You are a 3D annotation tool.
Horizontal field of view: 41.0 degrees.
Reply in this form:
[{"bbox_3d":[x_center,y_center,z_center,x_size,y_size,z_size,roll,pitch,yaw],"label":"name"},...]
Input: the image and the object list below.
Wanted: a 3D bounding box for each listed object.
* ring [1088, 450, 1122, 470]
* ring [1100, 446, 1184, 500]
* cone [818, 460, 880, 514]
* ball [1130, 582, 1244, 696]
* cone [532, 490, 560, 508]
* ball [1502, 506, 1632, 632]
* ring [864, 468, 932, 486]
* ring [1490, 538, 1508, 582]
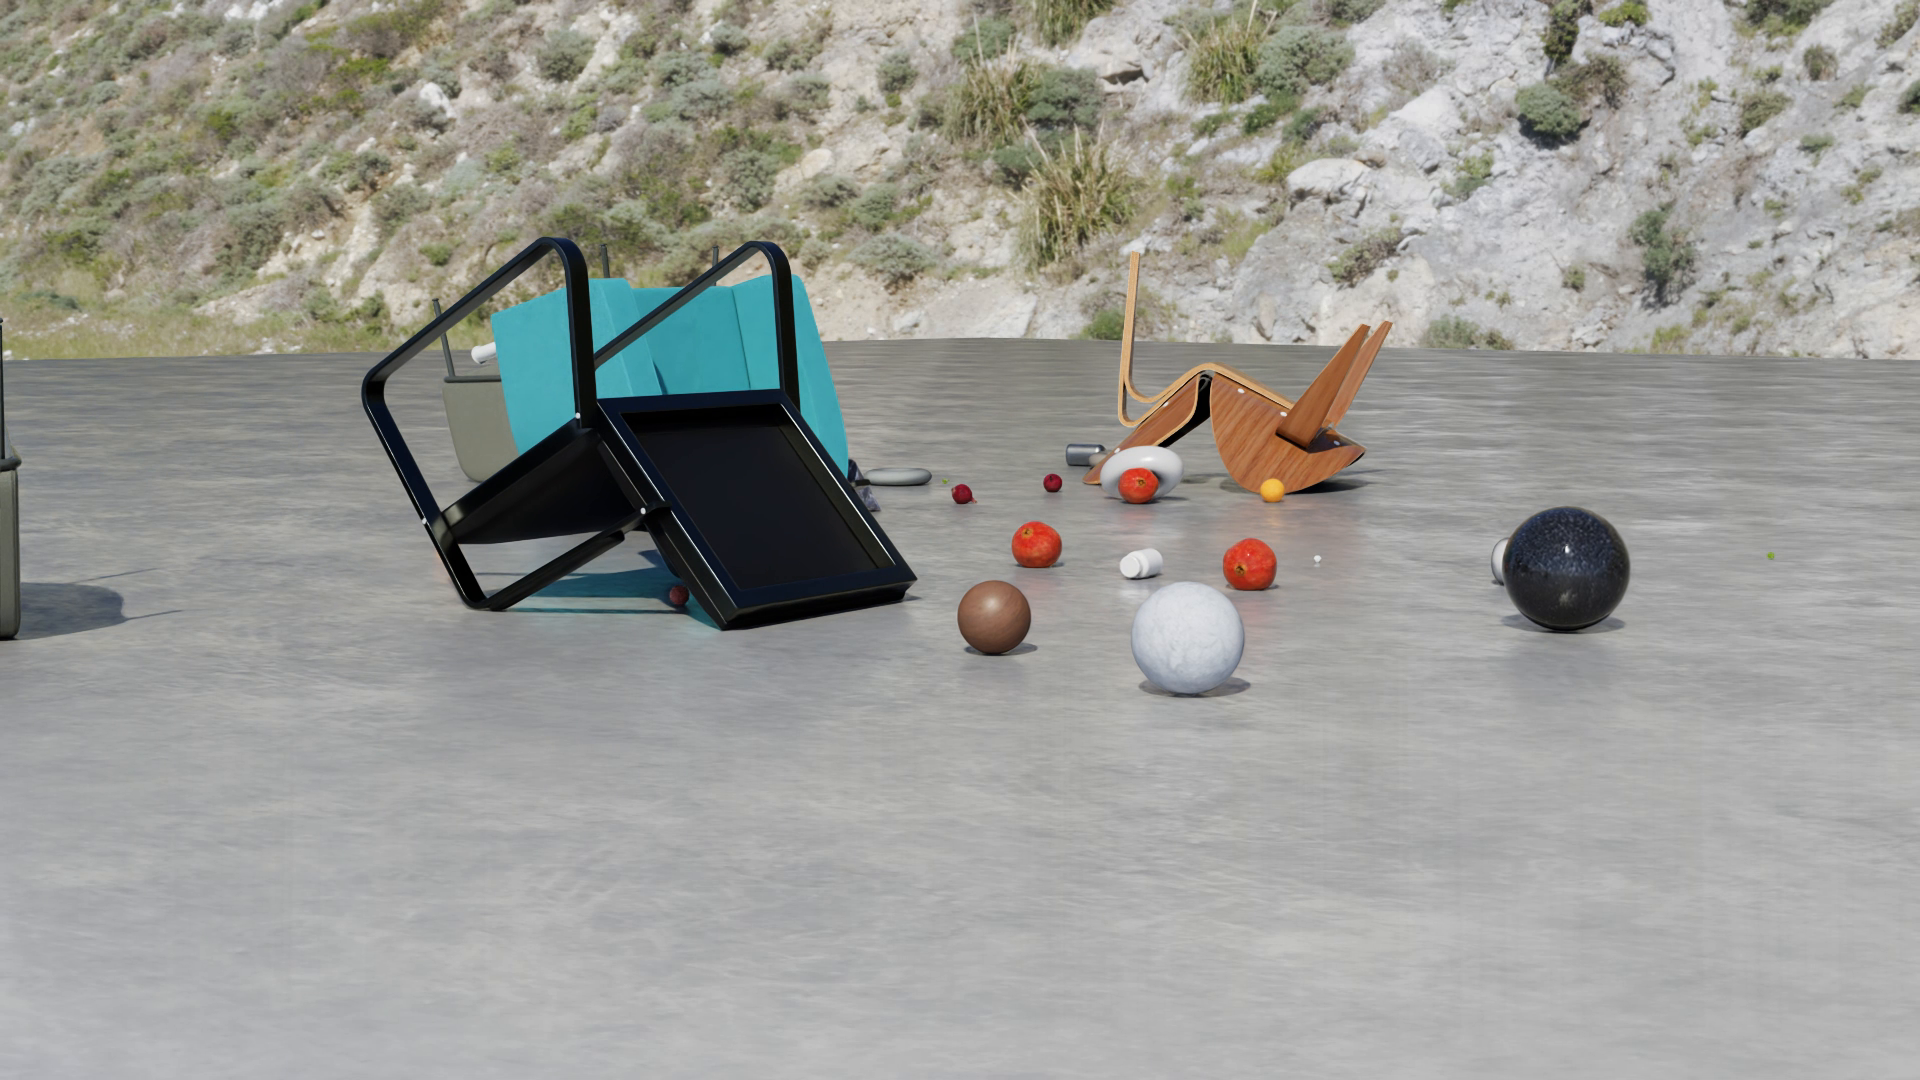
[{"bbox_3d":[0.555,-0.264,8.687,0.218,0.060,0.352,-3,7,-20],"label":"ring"},{"bbox_3d":[0.534,-0.195,7.536,0.255,0.175,0.093,-11,45,20],"label":"ring"},{"bbox_3d":[-0.281,-0.116,7.175,0.154,0.168,0.197,29,-15,-25],"label":"cone"},{"bbox_3d":[0.358,0.154,4.041,0.179,0.179,0.179,0,6,0],"label":"ball"},{"bbox_3d":[-1.166,-0.107,7.333,0.085,0.049,0.086,-2,22,-31],"label":"cone"},{"bbox_3d":[1.125,0.052,4.761,0.234,0.234,0.234,0,6,0],"label":"ball"},{"bbox_3d":[-0.198,-0.201,8.129,0.219,0.048,0.212,-2,5,-10],"label":"ring"},{"bbox_3d":[1.243,0.041,5.545,0.288,0.098,0.110,-5,5,-43],"label":"ring"}]
